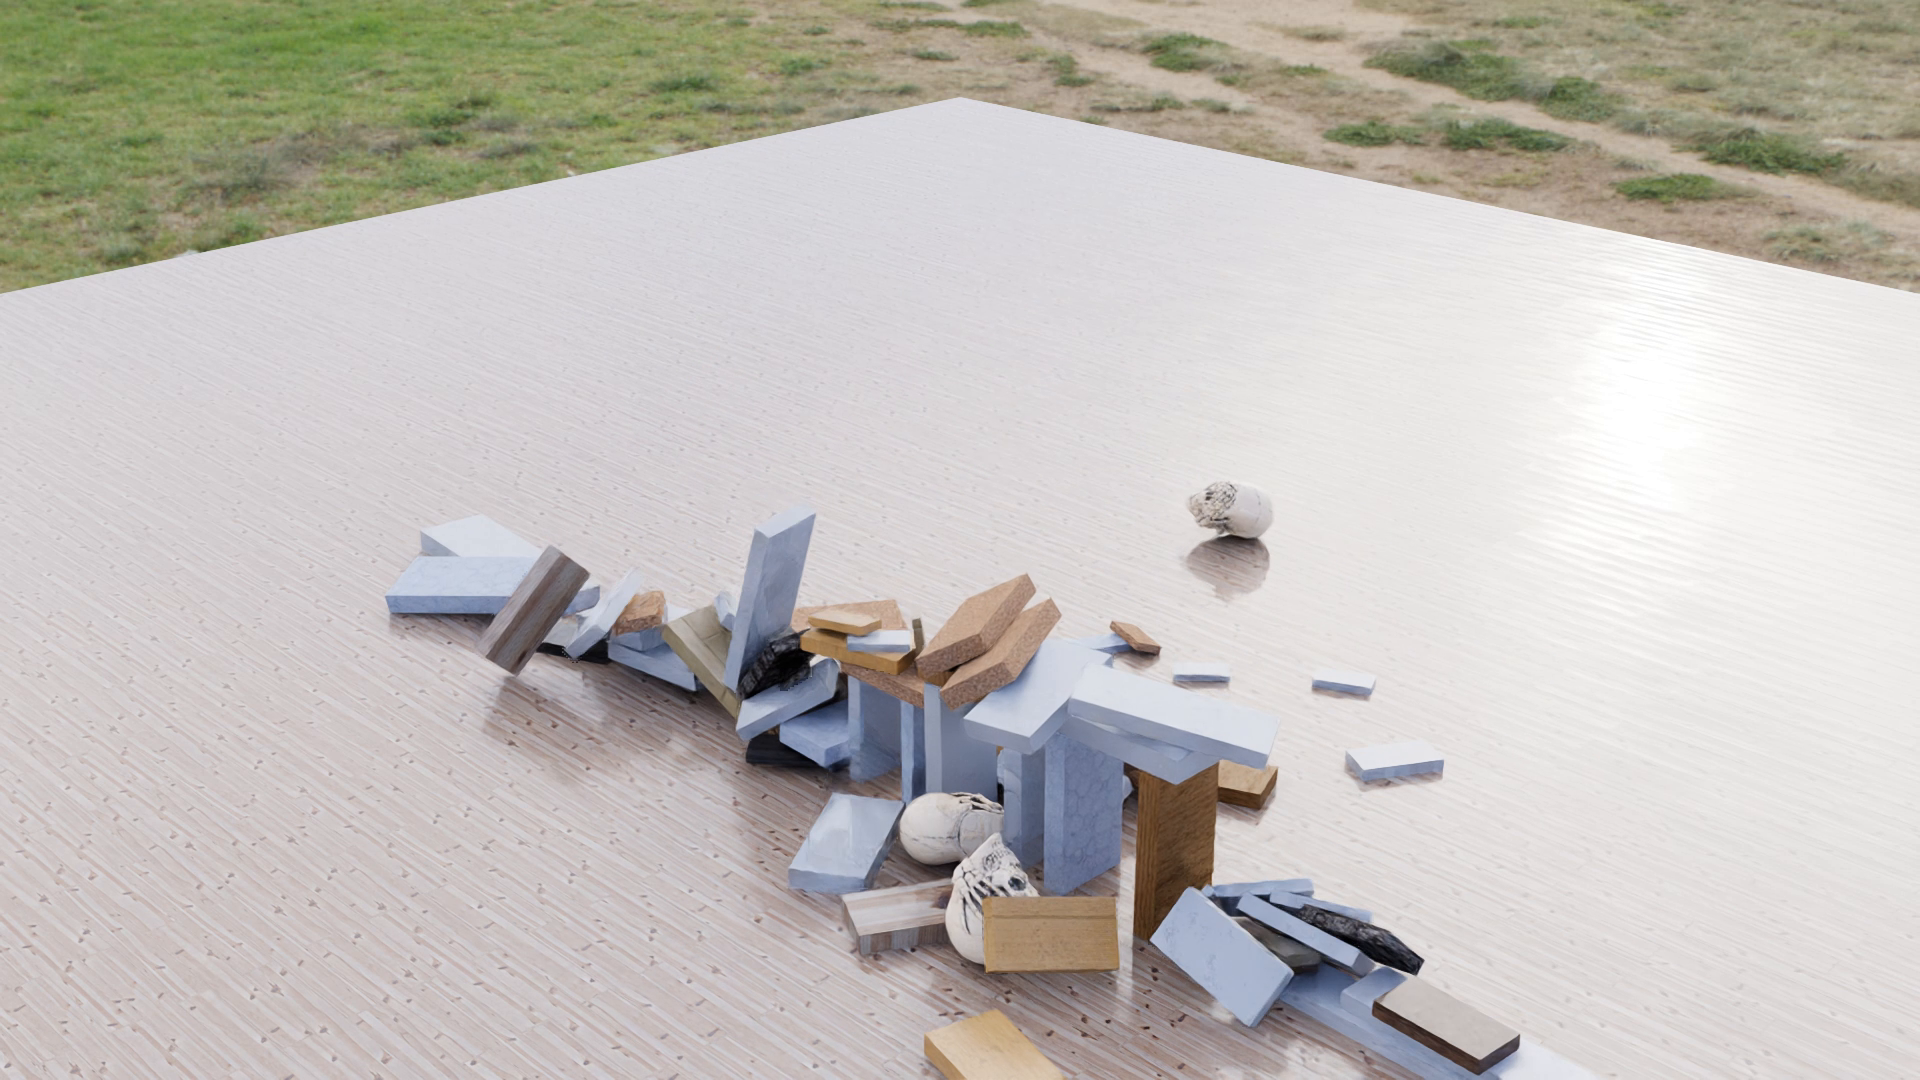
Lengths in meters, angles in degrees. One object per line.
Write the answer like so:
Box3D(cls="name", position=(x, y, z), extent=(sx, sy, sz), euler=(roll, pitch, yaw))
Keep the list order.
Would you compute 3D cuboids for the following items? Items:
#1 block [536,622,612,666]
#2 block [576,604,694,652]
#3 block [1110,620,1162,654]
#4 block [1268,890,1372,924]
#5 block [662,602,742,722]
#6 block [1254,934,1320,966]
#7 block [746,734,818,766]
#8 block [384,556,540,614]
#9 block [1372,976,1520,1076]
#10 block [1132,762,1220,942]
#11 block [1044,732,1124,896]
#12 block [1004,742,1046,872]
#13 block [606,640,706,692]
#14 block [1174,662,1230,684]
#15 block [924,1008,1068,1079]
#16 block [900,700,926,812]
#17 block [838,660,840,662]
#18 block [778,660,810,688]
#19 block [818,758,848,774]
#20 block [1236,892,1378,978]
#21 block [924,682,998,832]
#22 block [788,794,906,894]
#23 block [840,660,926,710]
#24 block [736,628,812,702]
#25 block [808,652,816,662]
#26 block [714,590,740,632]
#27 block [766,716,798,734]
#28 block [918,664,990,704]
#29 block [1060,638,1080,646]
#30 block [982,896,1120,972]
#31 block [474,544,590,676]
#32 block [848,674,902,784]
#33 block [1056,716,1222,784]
Box3D(cls="block", position=(-0.892, 0.242, 5.153), extent=(0.207, 0.029, 0.103), euler=(9, 25, 20))
Box3D(cls="block", position=(-0.742, 0.189, 5.069), extent=(0.155, 0.044, 0.310), euler=(-19, 17, -33))
Box3D(cls="block", position=(0.412, 0.228, 5.170), extent=(0.067, 0.019, 0.133), euler=(12, 15, -30))
Box3D(cls="block", position=(0.658, 0.689, 4.011), extent=(0.183, 0.091, 0.026), euler=(10, 57, 17))
Box3D(cls="block", position=(-0.501, 0.280, 4.857), extent=(0.310, 0.044, 0.155), euler=(45, 42, 19))
Box3D(cls="block", position=(0.570, 0.726, 3.890), extent=(0.071, 0.020, 0.141), euler=(-1, 4, -22))
Box3D(cls="block", position=(-0.369, 0.442, 4.627), extent=(0.152, 0.022, 0.076), euler=(2, 32, 5))
Box3D(cls="block", position=(-1.198, 0.109, 5.352), extent=(0.354, 0.050, 0.177), euler=(0, 32, 17))
Box3D(cls="block", position=(0.807, 0.806, 3.657), extent=(0.109, 0.031, 0.219), euler=(-19, 29, -37))
Box3D(cls="block", position=(0.396, 0.551, 4.026), extent=(0.048, 0.339, 0.170), euler=(21, 31, 40))
Box3D(cls="block", position=(0.236, 0.488, 4.175), extent=(0.048, 0.339, 0.170), euler=(21, 31, 40))
Box3D(cls="block", position=(0.155, 0.468, 4.253), extent=(0.045, 0.315, 0.157), euler=(20, 30, 40))
Box3D(cls="block", position=(-0.643, 0.261, 4.996), extent=(0.310, 0.044, 0.155), euler=(16, 28, 41))
Box3D(cls="block", position=(0.552, 0.302, 5.025), extent=(0.128, 0.018, 0.064), euler=(2, 23, 4))
Box3D(cls="block", position=(0.073, 0.884, 3.626), extent=(0.143, 0.041, 0.286), euler=(-13, 26, -27))
Box3D(cls="block", position=(-0.064, 0.419, 4.462), extent=(0.121, 0.242, 0.034), euler=(-21, 32, -40))
Box3D(cls="block", position=(-0.201, 0.278, 4.685), extent=(0.202, 0.029, 0.101), euler=(38, 6, 15))
Box3D(cls="block", position=(-0.347, 0.280, 4.613), extent=(0.063, 0.018, 0.126), euler=(-29, 5, -1))
Box3D(cls="block", position=(-0.296, 0.441, 4.667), extent=(0.152, 0.022, 0.076), euler=(21, 38, 32))
Box3D(cls="block", position=(0.616, 0.705, 3.910), extent=(0.238, 0.034, 0.119), euler=(24, -10, 32))
Box3D(cls="block", position=(0.003, 0.410, 4.391), extent=(0.045, 0.315, 0.158), euler=(20, 30, 41))
Box3D(cls="block", position=(-0.218, 0.594, 4.305), extent=(0.150, 0.042, 0.300), euler=(6, 23, 12))
Box3D(cls="block", position=(-0.115, 0.270, 4.460), extent=(0.242, 0.034, 0.121), euler=(21, 31, 40))
Box3D(cls="block", position=(-0.385, 0.264, 4.671), extent=(0.114, 0.229, 0.032), euler=(-19, 71, -33))
Box3D(cls="block", position=(-0.339, 0.239, 4.746), extent=(0.067, 0.134, 0.019), euler=(0, 61, -37))
Box3D(cls="block", position=(-0.444, 0.211, 4.922), extent=(0.237, 0.034, 0.118), euler=(37, 12, -25))
Box3D(cls="block", position=(-0.400, 0.373, 4.753), extent=(0.076, 0.022, 0.152), euler=(-19, 62, -37))
Box3D(cls="block", position=(0.086, 0.270, 4.260), extent=(0.315, 0.045, 0.157), euler=(21, 31, 40))
Box3D(cls="block", position=(0.132, 0.281, 4.974), extent=(0.293, 0.042, 0.147), euler=(-9, 12, -7))
Box3D(cls="block", position=(0.162, 0.695, 3.884), extent=(0.254, 0.127, 0.036), euler=(5, -17, -28))
Box3D(cls="block", position=(-0.968, 0.160, 4.987), extent=(0.041, 0.289, 0.144), euler=(32, -8, 27))
Box3D(cls="block", position=(-0.174, 0.375, 4.566), extent=(0.121, 0.242, 0.034), euler=(-21, 32, -40))
Box3D(cls="block", position=(0.320, 0.340, 4.029), extent=(0.339, 0.048, 0.170), euler=(21, 31, 40))
